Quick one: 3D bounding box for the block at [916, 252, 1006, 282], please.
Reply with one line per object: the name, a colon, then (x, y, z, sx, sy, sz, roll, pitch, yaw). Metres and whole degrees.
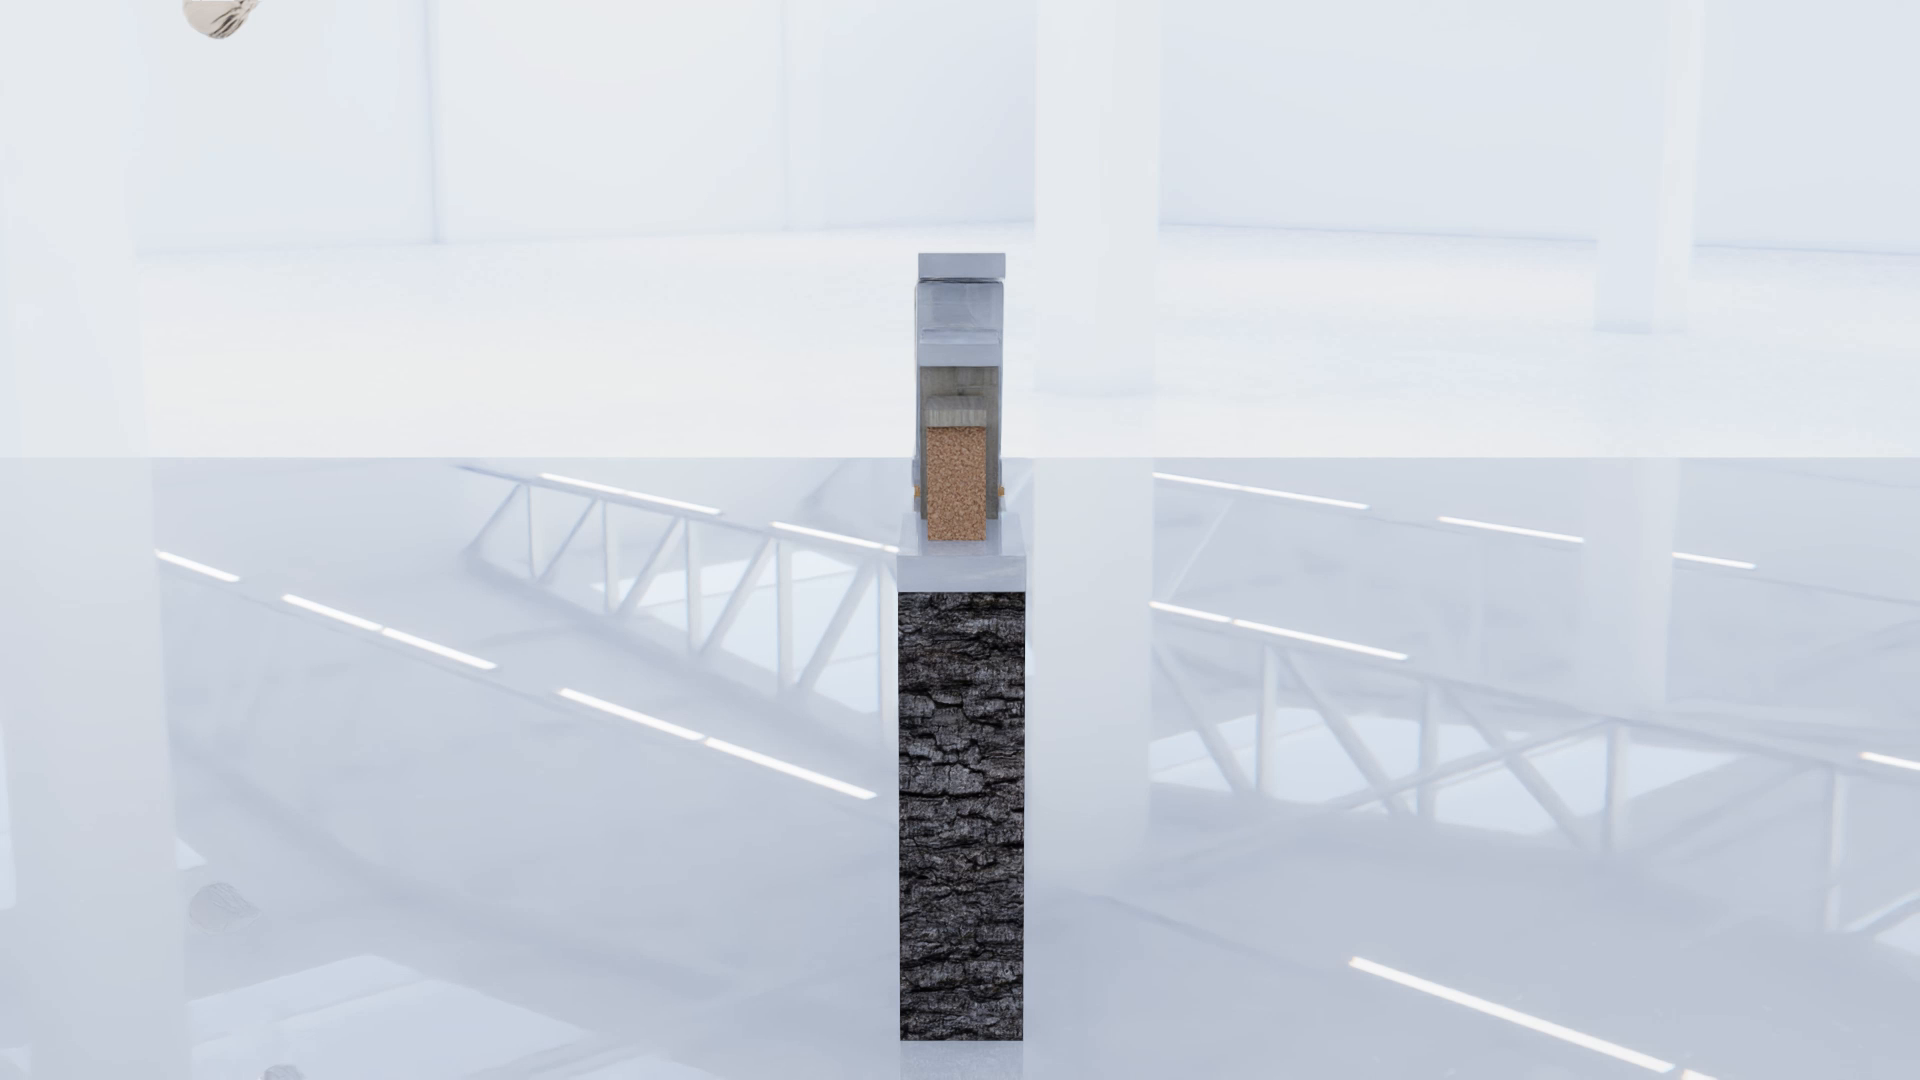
block: (-0.002, -0.476, 3.877, 0.149, 0.042, 0.298, 0, 4, -2)

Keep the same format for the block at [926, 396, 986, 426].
block: (-0.005, -0.180, 3.058, 0.080, 0.023, 0.160, 0, 10, 0)

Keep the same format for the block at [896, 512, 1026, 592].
block: (0.002, 0.014, 3.089, 0.172, 0.049, 0.345, 0, 10, 0)

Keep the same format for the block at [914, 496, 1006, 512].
block: (0.000, -0.024, 3.410, 0.145, 0.041, 0.290, 0, 11, 0)

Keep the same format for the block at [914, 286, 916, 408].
block: (-0.008, -0.313, 4.009, 0.149, 0.298, 0.042, 0, 11, -1)

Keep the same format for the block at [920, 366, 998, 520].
block: (-0.001, -0.144, 3.190, 0.113, 0.225, 0.032, 0, 10, 0)

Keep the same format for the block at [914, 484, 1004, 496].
block: (-0.003, 0.057, 3.832, 0.154, 0.309, 0.044, 0, 8, -2)

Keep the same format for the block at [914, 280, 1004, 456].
block: (-0.002, -0.297, 3.809, 0.149, 0.298, 0.042, 0, 12, -3)

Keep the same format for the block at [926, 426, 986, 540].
block: (-0.005, -0.080, 3.022, 0.080, 0.160, 0.023, 0, 10, 0)

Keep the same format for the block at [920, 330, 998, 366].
block: (-0.001, -0.284, 3.240, 0.112, 0.032, 0.225, 0, 11, 0)

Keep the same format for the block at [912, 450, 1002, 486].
block: (-0.008, -0.130, 3.907, 0.154, 0.044, 0.309, 0, 6, -1)

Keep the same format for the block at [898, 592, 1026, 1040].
block: (0.002, 0.377, 3.040, 0.172, 0.648, 0.049, 0, 11, 0)
